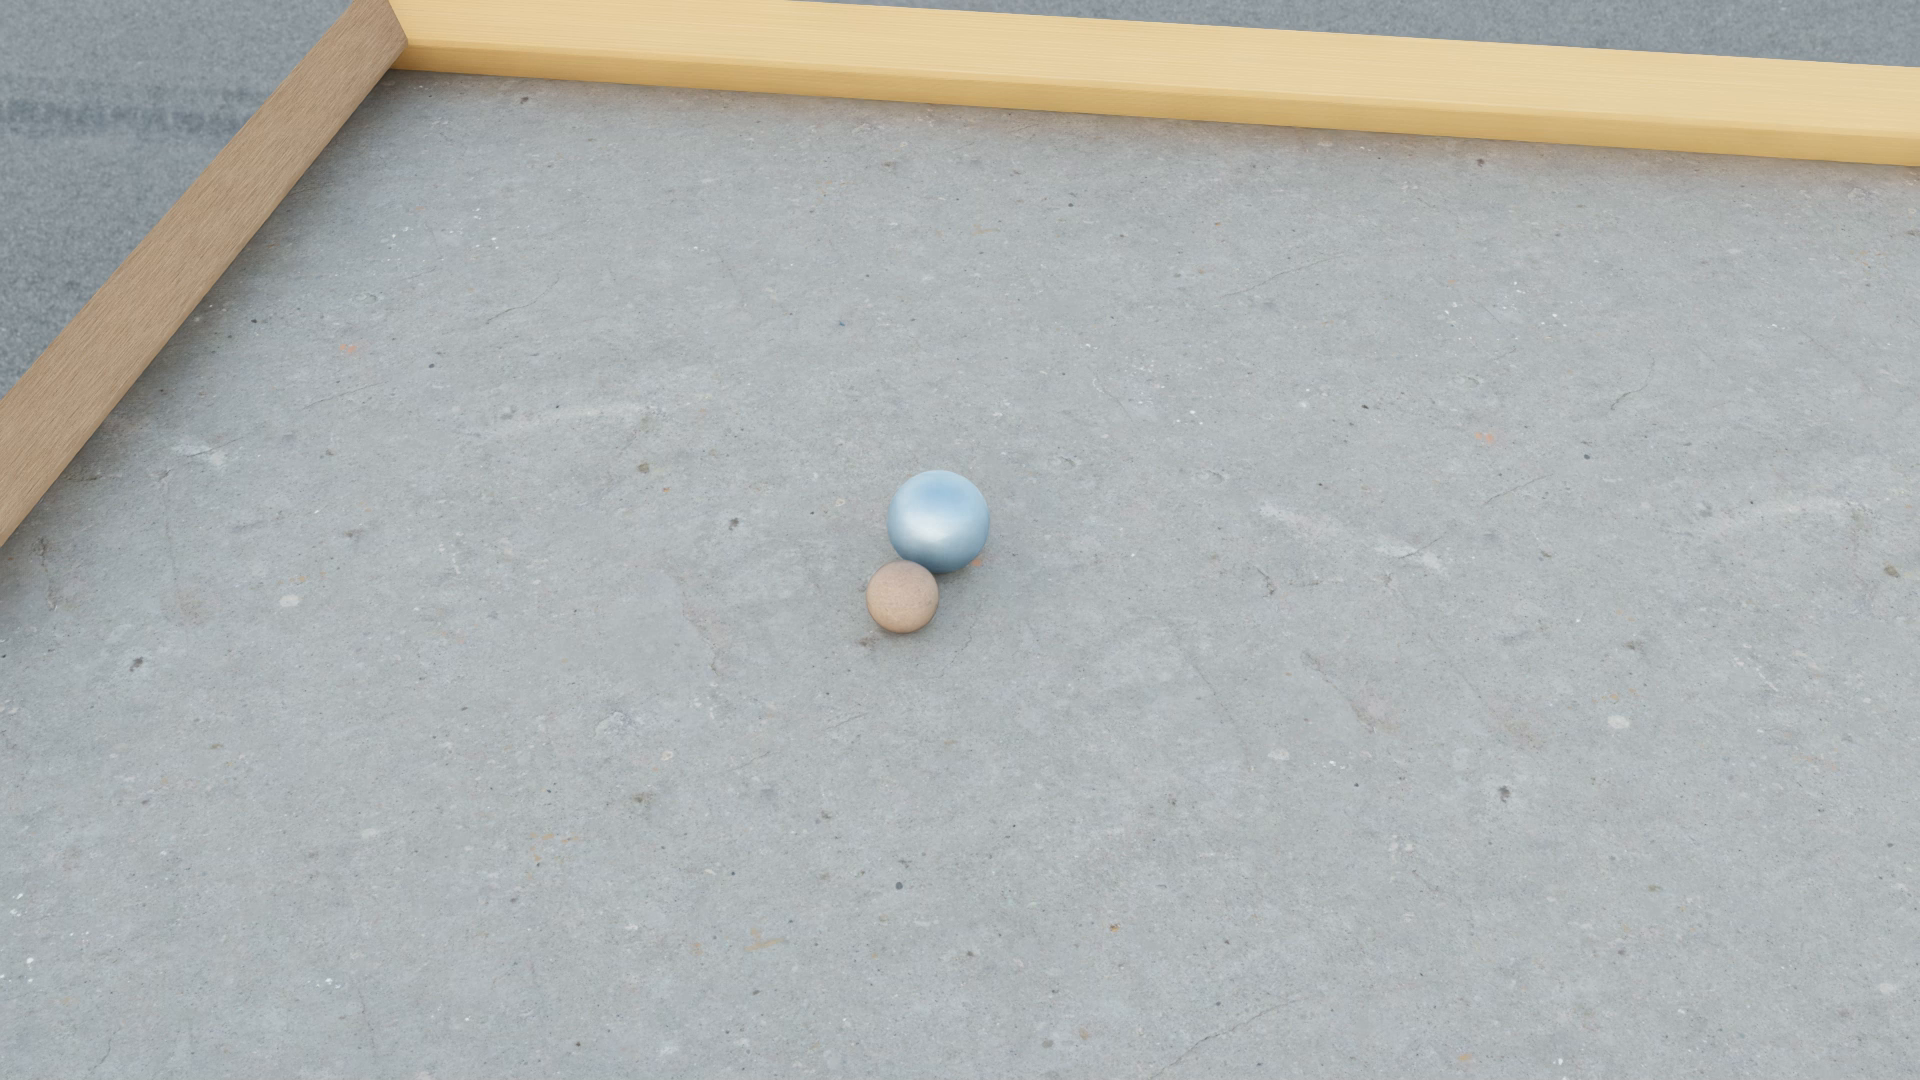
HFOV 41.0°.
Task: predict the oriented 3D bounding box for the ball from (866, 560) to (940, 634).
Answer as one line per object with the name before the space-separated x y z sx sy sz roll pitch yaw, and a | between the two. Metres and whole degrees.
ball | -0.043 0.043 1.927 0.056 0.056 0.056 0 34 0

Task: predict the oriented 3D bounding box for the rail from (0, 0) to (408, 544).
rail | -0.727 -0.078 2.058 0.045 0.104 1.712 5 35 7

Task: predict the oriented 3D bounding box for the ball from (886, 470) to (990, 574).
ball | -0.017 -0.014 1.988 0.080 0.080 0.080 0 34 0

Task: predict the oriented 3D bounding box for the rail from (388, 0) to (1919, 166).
rail | 0.875 -0.416 2.553 3.037 0.104 0.045 5 35 7
